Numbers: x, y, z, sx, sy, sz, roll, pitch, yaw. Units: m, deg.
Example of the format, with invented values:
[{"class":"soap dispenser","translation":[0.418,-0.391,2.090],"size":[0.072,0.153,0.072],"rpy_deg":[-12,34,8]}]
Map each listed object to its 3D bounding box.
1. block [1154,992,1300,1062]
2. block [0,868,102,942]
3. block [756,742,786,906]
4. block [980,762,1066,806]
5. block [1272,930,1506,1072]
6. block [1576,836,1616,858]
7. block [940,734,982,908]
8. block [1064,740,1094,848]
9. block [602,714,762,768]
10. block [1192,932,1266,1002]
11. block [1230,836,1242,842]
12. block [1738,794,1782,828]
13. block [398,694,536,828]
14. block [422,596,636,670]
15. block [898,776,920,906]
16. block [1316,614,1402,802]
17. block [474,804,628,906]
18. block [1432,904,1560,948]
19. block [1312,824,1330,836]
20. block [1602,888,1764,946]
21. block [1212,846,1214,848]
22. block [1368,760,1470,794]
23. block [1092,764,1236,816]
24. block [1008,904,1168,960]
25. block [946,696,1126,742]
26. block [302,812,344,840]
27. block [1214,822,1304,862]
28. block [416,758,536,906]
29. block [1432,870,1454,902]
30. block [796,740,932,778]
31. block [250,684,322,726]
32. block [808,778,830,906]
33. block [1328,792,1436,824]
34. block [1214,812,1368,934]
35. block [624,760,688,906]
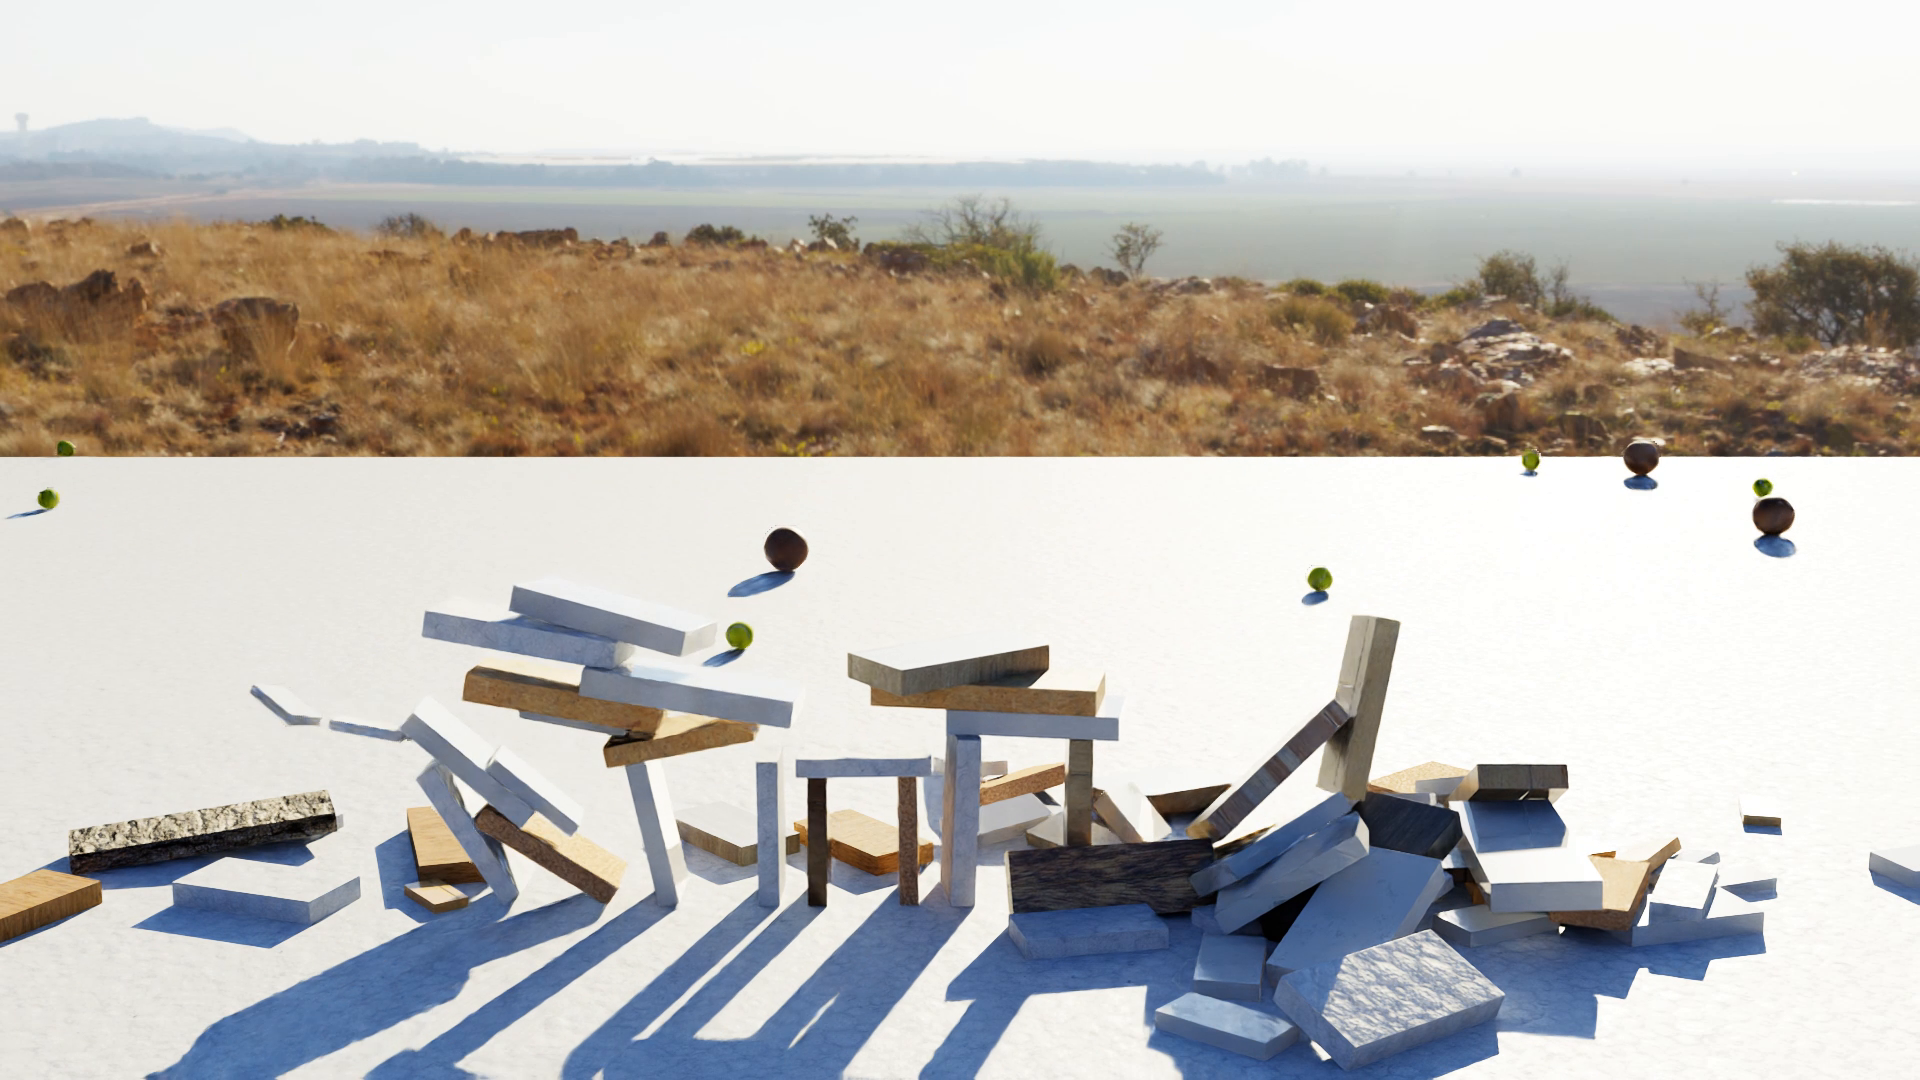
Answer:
[{"class":"block","translation":[0.375,0.683,3.096],"size":[0.182,0.026,0.091],"rpy_deg":[9,14,39]},{"class":"block","translation":[-1.534,0.596,3.531],"size":[0.135,0.038,0.270],"rpy_deg":[5,12,26]},{"class":"block","translation":[-0.313,0.470,3.645],"size":[0.035,0.246,0.123],"rpy_deg":[0,11,0]},{"class":"block","translation":[0.102,0.464,4.156],"size":[0.248,0.035,0.124],"rpy_deg":[-11,-2,-45]},{"class":"block","translation":[0.607,0.646,3.105],"size":[0.307,0.043,0.153],"rpy_deg":[-8,34,-36]},{"class":"block","translation":[1.052,0.548,3.832],"size":[0.160,0.023,0.080],"rpy_deg":[-4,11,-21]},{"class":"block","translation":[0.001,0.450,3.646],"size":[0.040,0.283,0.141],"rpy_deg":[1,10,-8]},{"class":"block","translation":[0.195,0.451,3.643],"size":[0.040,0.283,0.141],"rpy_deg":[1,11,1]},{"class":"block","translation":[-0.452,0.319,3.608],"size":[0.246,0.035,0.123],"rpy_deg":[-11,10,4]},{"class":"block","translation":[0.408,0.642,3.312],"size":[0.097,0.028,0.194],"rpy_deg":[2,11,11]},{"class":"block","translation":[0.461,0.540,3.721],"size":[0.184,0.026,0.092],"rpy_deg":[-19,12,-12]},{"class":"block","translation":[1.486,0.503,4.089],"size":[0.066,0.019,0.132],"rpy_deg":[3,11,15]},{"class":"block","translation":[-0.800,0.362,3.613],"size":[0.254,0.036,0.127],"rpy_deg":[42,5,-9]},{"class":"block","translation":[-0.699,0.151,3.591],"size":[0.314,0.044,0.157],"rpy_deg":[10,8,4]},{"class":"block","translation":[-0.085,0.482,3.646],"size":[0.031,0.221,0.111],"rpy_deg":[-1,11,-1]},{"class":"block","translation":[0.667,0.278,3.682],"size":[0.043,0.302,0.151],"rpy_deg":[12,-2,-5]},{"class":"block","translation":[-0.677,0.506,3.655],"size":[0.254,0.036,0.127],"rpy_deg":[33,8,-7]},{"class":"block","translation":[0.854,0.608,3.503],"size":[0.182,0.026,0.091],"rpy_deg":[-5,12,-27]},{"class":"block","translation":[0.674,0.490,3.729],"size":[0.154,0.022,0.077],"rpy_deg":[-2,-7,9]},{"class":"block","translation":[1.145,0.602,3.514],"size":[0.238,0.034,0.119],"rpy_deg":[-3,11,-16]},{"class":"block","translation":[0.341,0.550,3.694],"size":[0.184,0.026,0.092],"rpy_deg":[-15,12,-3]},{"class":"block","translation":[0.887,0.471,4.226],"size":[0.218,0.031,0.109],"rpy_deg":[-9,14,-42]},{"class":"block","translation":[0.368,0.471,4.111],"size":[0.304,0.043,0.152],"rpy_deg":[-2,9,-42]},{"class":"block","translation":[0.200,0.614,3.453],"size":[0.229,0.032,0.114],"rpy_deg":[-2,11,-13]},{"class":"block","translation":[0.127,0.289,3.630],"size":[0.283,0.040,0.141],"rpy_deg":[2,11,8]},{"class":"block","translation":[-1.226,0.513,4.016],"size":[0.176,0.025,0.088],"rpy_deg":[5,12,24]},{"class":"block","translation":[0.497,0.531,3.640],"size":[0.184,0.092,0.026],"rpy_deg":[-18,-27,-18]},{"class":"block","translation":[-0.802,0.474,3.653],"size":[0.036,0.254,0.127],"rpy_deg":[-32,9,6]},{"class":"block","translation":[0.687,0.568,3.499],"size":[0.181,0.026,0.090],"rpy_deg":[-28,33,-23]},{"class":"block","translation":[-0.157,0.359,3.612],"size":[0.221,0.031,0.111],"rpy_deg":[0,11,-2]},{"class":"block","translation":[-1.109,0.271,3.614],"size":[0.119,0.017,0.059],"rpy_deg":[29,11,35]},{"class":"block","translation":[-0.233,0.483,3.641],"size":[0.031,0.221,0.111],"rpy_deg":[0,11,-1]},{"class":"block","translation":[0.746,0.471,3.871],"size":[0.171,0.048,0.341],"rpy_deg":[-3,-7,13]},{"class":"block","translation":[0.518,0.519,3.434],"size":[0.256,0.036,0.128],"rpy_deg":[-33,3,14]},{"class":"block","translation":[-0.502,0.468,3.644],"size":[0.035,0.246,0.123],"rpy_deg":[-11,11,2]}]
